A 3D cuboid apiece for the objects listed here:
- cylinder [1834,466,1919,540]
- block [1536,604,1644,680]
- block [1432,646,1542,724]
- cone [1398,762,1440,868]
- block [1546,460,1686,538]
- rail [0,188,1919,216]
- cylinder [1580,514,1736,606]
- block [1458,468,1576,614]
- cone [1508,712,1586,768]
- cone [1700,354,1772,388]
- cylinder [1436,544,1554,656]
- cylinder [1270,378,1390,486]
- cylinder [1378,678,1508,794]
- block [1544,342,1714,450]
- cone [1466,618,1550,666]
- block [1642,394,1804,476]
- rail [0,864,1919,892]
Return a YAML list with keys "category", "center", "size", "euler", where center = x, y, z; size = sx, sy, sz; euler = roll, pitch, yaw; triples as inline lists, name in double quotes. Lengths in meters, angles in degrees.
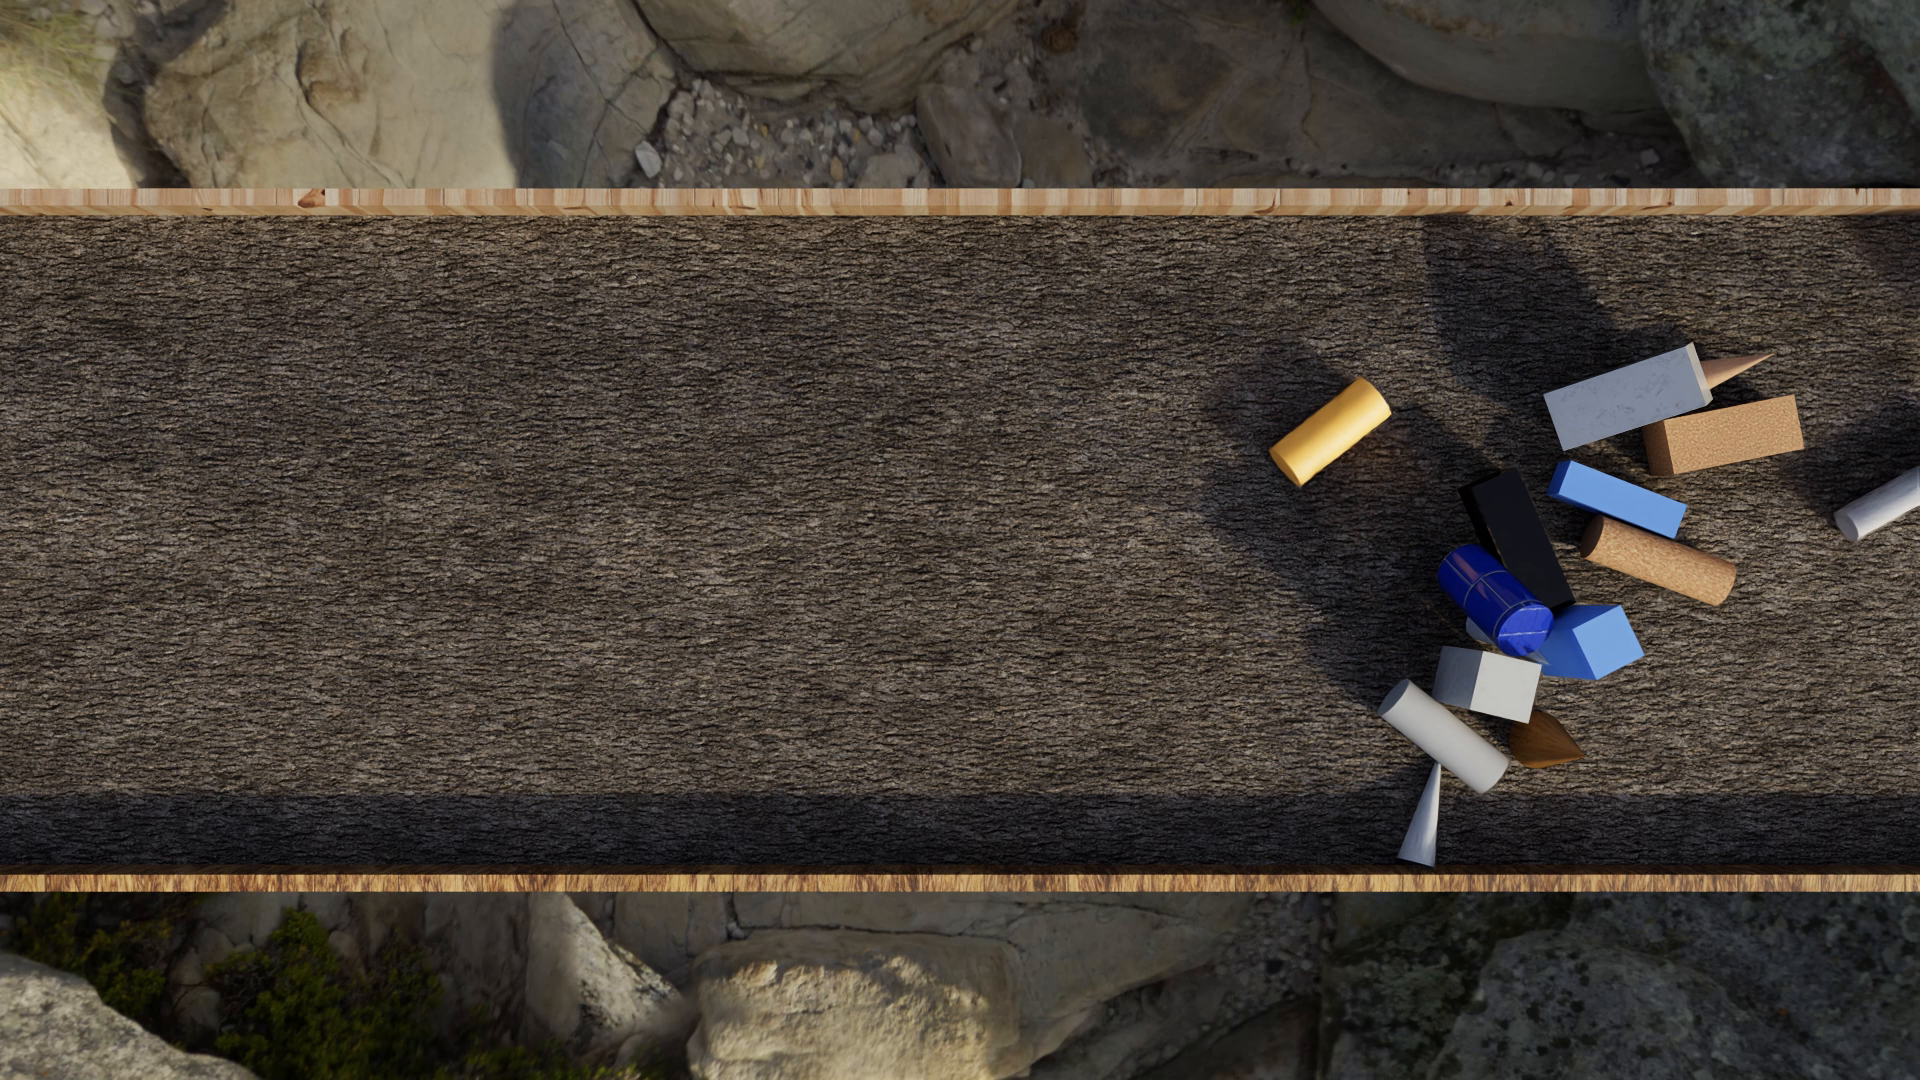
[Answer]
- category: "cylinder"
  center: [2.896, -0.153, 5.025]
  size: [0.447, 0.103, 0.103]
  euler: [-29, 90, 0]
- category: "block"
  center: [1.841, 0.300, 4.894]
  size: [0.160, 0.350, 0.160]
  euler: [-26, 90, -6]
- category: "block"
  center: [1.551, 0.423, 4.882]
  size: [0.172, 0.385, 0.172]
  euler: [13, 89, 0]
- category: "cone"
  center: [1.436, 0.805, 5.048]
  size: [0.114, 0.114, 0.373]
  euler: [15, 81, 0]
- category: "block"
  center: [1.997, -0.122, 5.023]
  size: [0.374, 0.108, 0.108]
  euler: [21, 90, 0]
- category: "rail"
  center: [-2.247, -1.025, 5.002]
  size: [12.000, 0.150, 0.050]
  euler: [0, 90, 0]
- category: "cylinder"
  center: [2.116, 0.061, 5.006]
  size: [0.422, 0.141, 0.141]
  euler: [20, 90, 0]
- category: "block"
  center: [1.686, 0.015, 5.003]
  size: [0.148, 0.148, 0.441]
  euler: [-24, 90, 0]
- category: "cone"
  center: [1.777, 0.615, 4.877]
  size: [0.176, 0.398, 0.176]
  euler: [0, 90, 0]
- category: "cone"
  center: [2.226, -0.494, 4.888]
  size: [0.375, 0.162, 0.162]
  euler: [-20, 90, 44]
- category: "cylinder"
  center: [1.581, 0.175, 4.883]
  size: [0.179, 0.347, 0.179]
  euler: [-8, 122, -13]
- category: "cylinder"
  center: [1.122, -0.327, 5.003]
  size: [0.346, 0.148, 0.148]
  euler: [-38, 90, 0]
- category: "cylinder"
  center: [1.465, 0.595, 5.006]
  size: [0.382, 0.142, 0.142]
  euler: [38, 90, 0]
- category: "block"
  center: [1.980, -0.425, 4.892]
  size: [0.411, 0.180, 0.180]
  euler: [-20, 90, 32]
- category: "cone"
  center: [1.648, 0.305, 4.887]
  size: [0.119, 0.362, 0.119]
  euler: [-4, 109, -13]
- category: "block"
  center: [2.306, -0.315, 4.994]
  size: [0.396, 0.164, 0.164]
  euler: [-11, 90, 0]
- category: "rail"
  center: [-2.247, 1.025, 5.001]
  size: [12.000, 0.150, 0.050]
  euler: [0, 90, 0]
